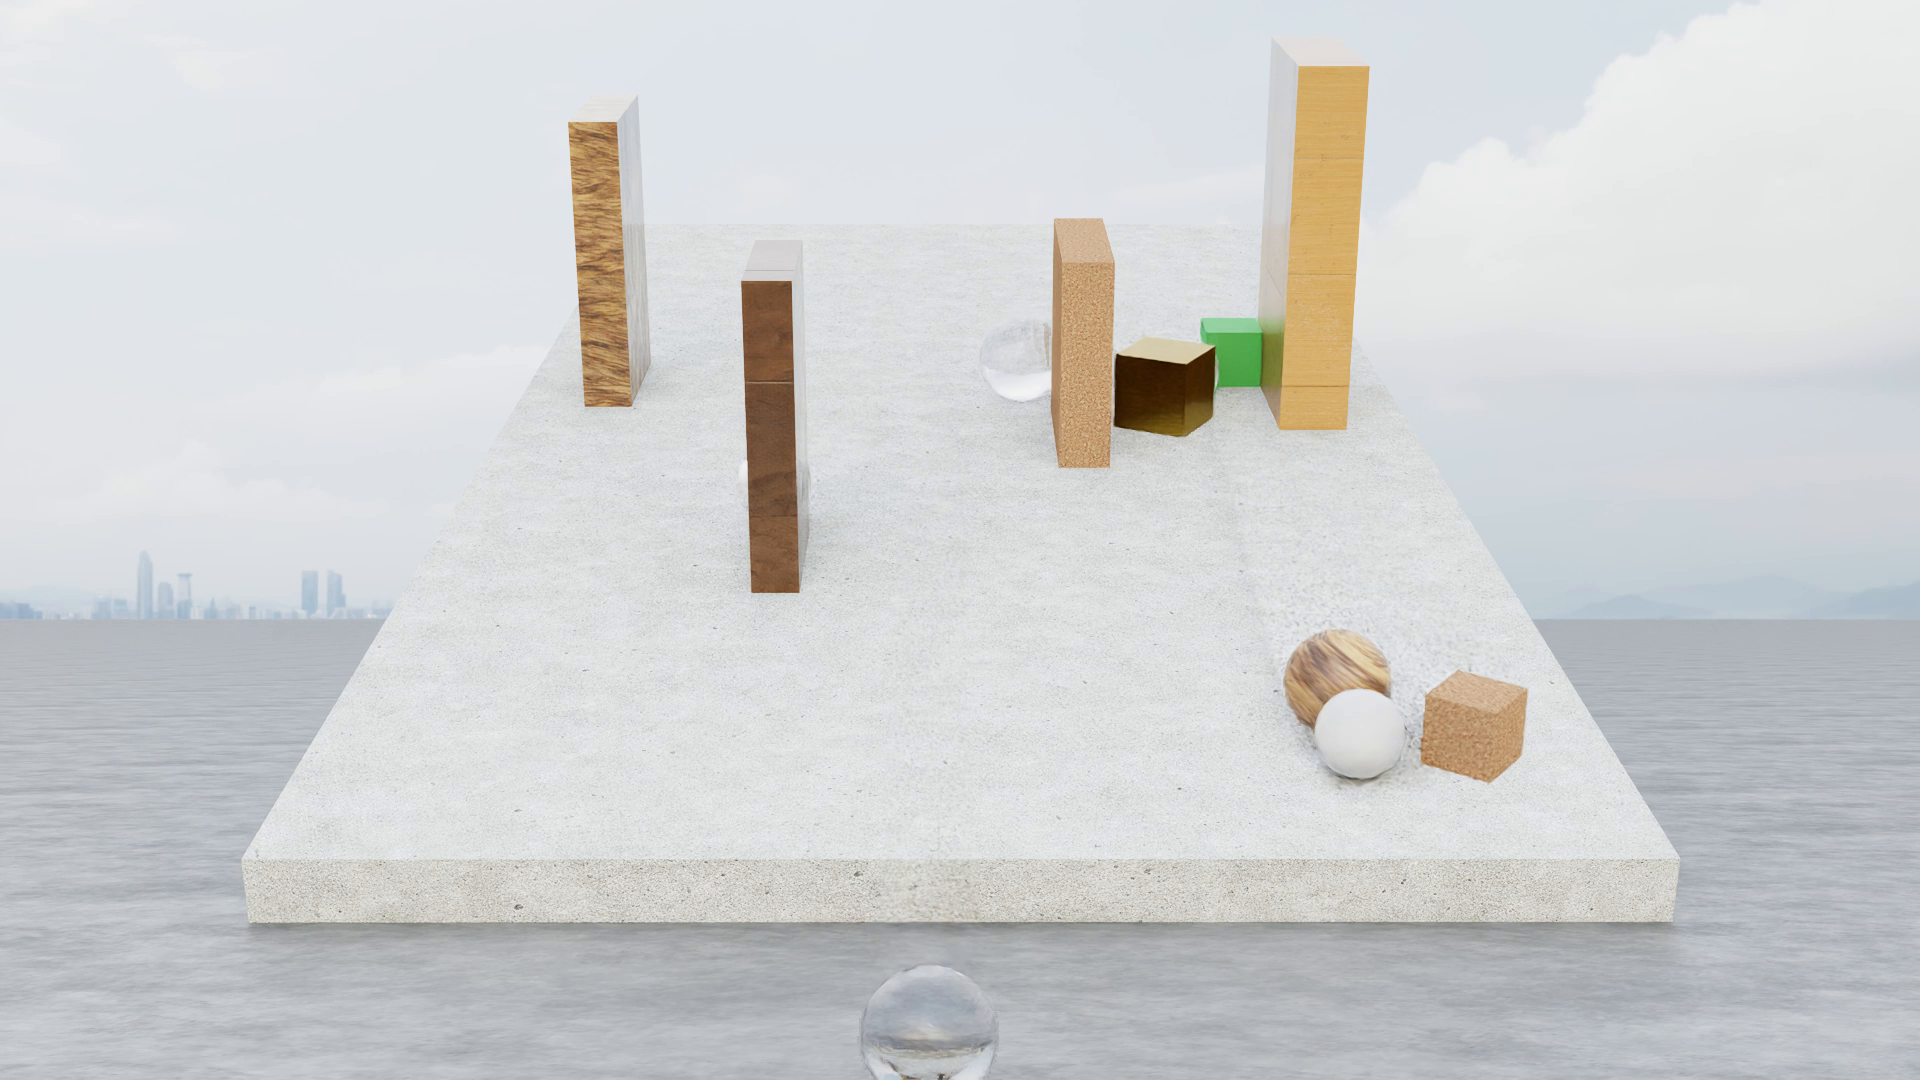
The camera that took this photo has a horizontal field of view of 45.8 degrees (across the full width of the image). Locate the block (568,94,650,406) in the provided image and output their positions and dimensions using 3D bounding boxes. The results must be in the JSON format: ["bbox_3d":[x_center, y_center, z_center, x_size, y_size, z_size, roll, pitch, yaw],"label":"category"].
[{"bbox_3d":[-0.796,-0.665,5.199,0.106,0.644,0.356,0,21,0],"label":"block"}]

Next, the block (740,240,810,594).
[{"bbox_3d":[-0.332,-0.228,4.132,0.087,0.575,0.308,0,21,0],"label":"block"}]

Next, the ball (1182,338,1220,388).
[{"bbox_3d":[0.514,-0.381,5.152,0.149,0.149,0.149,0,-2,0],"label":"ball"}]

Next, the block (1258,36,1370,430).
[{"bbox_3d":[0.775,-0.688,5.056,0.147,0.791,0.426,0,21,0],"label":"block"}]

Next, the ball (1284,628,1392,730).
[{"bbox_3d":[0.585,0.221,3.521,0.166,0.166,0.166,0,-2,0],"label":"ball"}]

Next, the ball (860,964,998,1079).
[{"bbox_3d":[-0.028,0.438,2.013,0.122,0.122,0.122,0,-2,0],"label":"ball"}]

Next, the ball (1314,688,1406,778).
[{"bbox_3d":[0.595,0.288,3.387,0.134,0.134,0.134,0,-2,0],"label":"ball"}]

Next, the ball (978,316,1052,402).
[{"bbox_3d":[0.139,-0.411,5.165,0.194,0.194,0.194,0,-2,0],"label":"ball"}]

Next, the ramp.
[{"bbox_3d":[-0.005,-0.211,5.051,2.000,0.100,4.000,0,21,0],"label":"ramp"}]

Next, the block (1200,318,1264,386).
[{"bbox_3d":[0.635,-0.441,5.338,0.131,0.131,0.131,0,21,0],"label":"block"}]

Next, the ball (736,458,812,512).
[{"bbox_3d":[-0.362,-0.109,4.420,0.150,0.150,0.150,0,-2,0],"label":"ball"}]

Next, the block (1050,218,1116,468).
[{"bbox_3d":[0.259,-0.428,4.864,0.107,0.438,0.410,0,21,0],"label":"block"}]

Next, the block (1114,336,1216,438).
[{"bbox_3d":[0.451,-0.339,5.013,0.167,0.167,0.167,11,23,26],"label":"block"}]

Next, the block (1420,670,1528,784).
[{"bbox_3d":[0.776,0.281,3.436,0.114,0.114,0.114,15,25,34],"label":"block"}]
